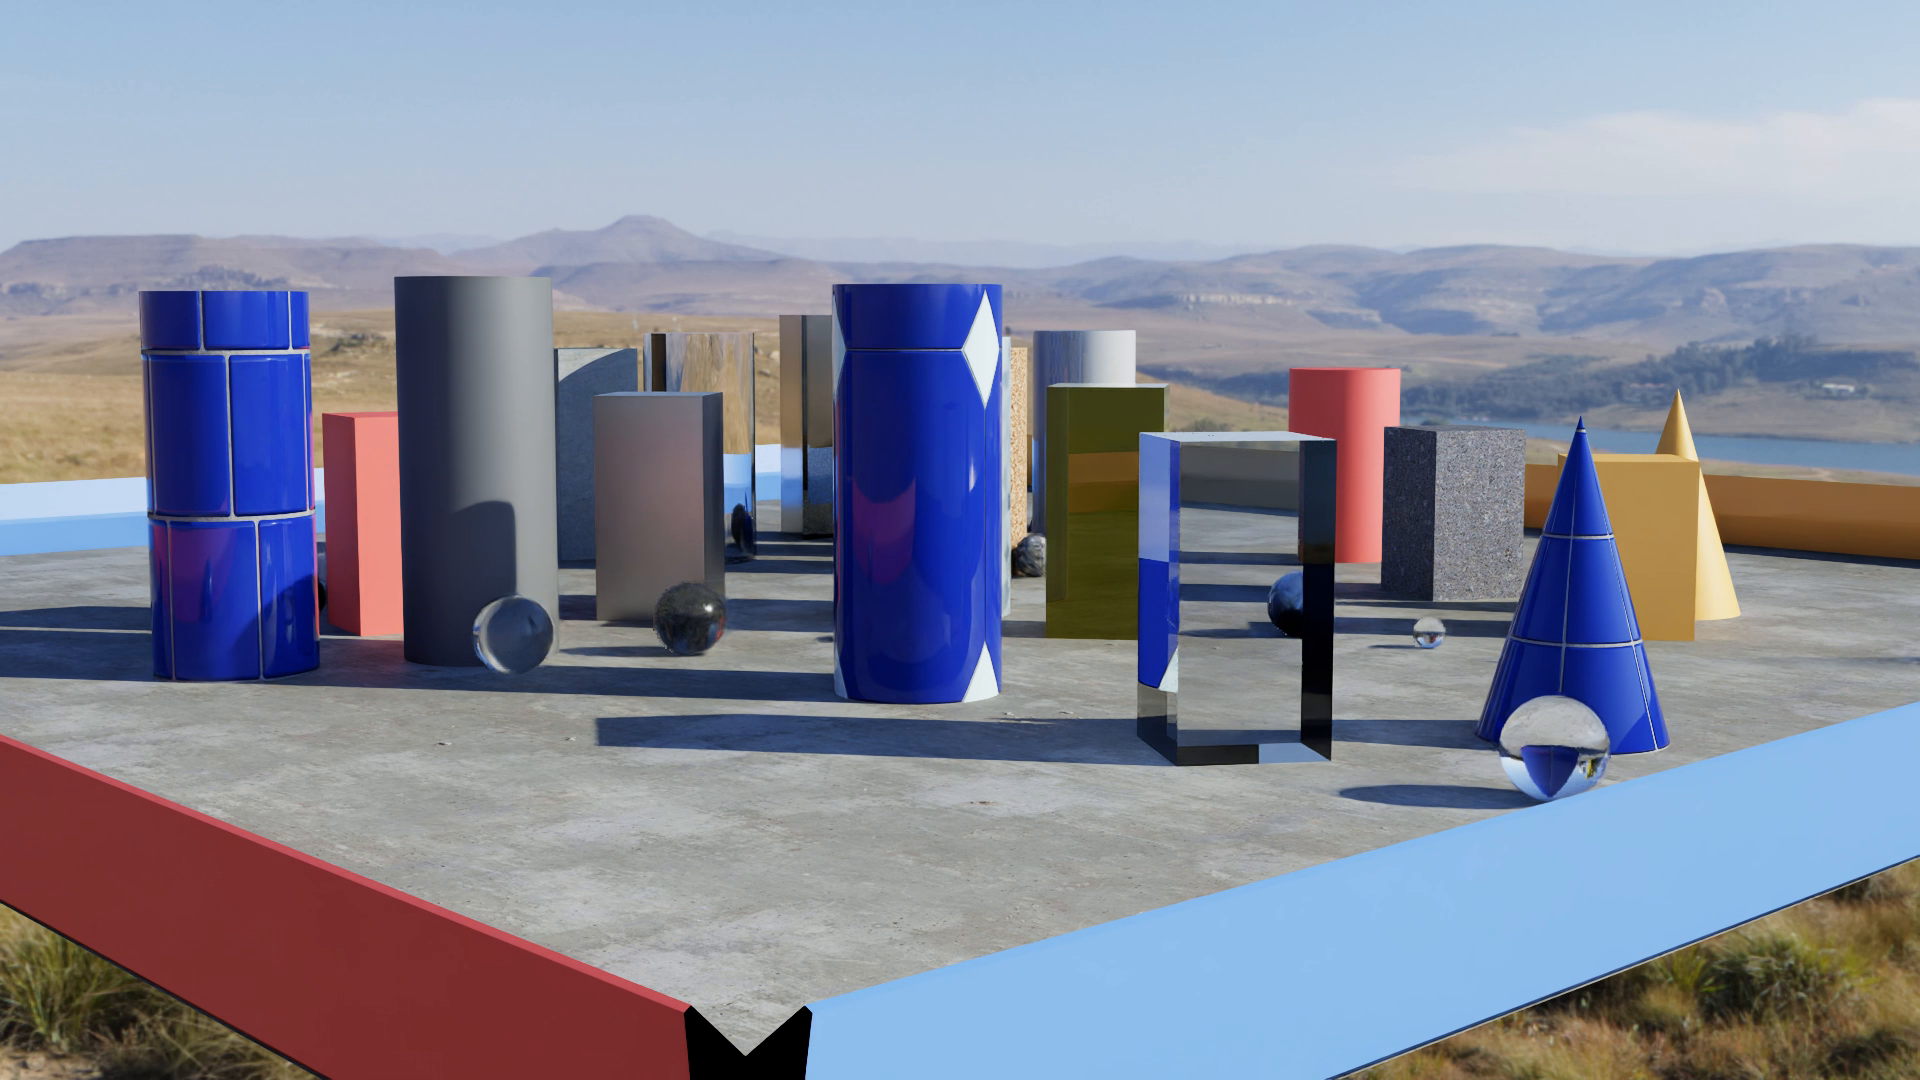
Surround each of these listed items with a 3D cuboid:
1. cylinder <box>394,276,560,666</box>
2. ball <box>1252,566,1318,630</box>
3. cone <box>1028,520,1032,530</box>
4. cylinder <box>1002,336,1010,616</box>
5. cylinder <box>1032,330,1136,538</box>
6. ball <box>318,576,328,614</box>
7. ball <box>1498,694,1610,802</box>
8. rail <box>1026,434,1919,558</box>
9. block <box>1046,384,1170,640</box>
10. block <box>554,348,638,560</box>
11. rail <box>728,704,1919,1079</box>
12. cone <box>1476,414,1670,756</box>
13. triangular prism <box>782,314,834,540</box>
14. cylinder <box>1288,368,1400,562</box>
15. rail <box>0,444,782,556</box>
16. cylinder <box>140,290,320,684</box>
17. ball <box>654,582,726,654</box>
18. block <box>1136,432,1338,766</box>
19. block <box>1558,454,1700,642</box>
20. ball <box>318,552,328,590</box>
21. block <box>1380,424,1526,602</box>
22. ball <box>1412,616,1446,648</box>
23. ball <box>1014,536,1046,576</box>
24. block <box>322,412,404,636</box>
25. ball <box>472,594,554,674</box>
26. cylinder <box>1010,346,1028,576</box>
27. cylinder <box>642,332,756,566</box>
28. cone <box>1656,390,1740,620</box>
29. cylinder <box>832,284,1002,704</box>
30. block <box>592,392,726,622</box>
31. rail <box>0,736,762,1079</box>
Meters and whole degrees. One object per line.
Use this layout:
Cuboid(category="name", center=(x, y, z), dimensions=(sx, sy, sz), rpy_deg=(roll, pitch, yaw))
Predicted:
Cuboid(category="cylinder", center=(-0.620, -0.093, 2.829), dimensions=(0.197, 0.486, 0.197), rpy_deg=(0, 6, 0))
Cuboid(category="ball", center=(0.454, 0.081, 3.073), dimensions=(0.089, 0.089, 0.089), rpy_deg=(0, 6, 0))
Cuboid(category="cone", center=(0.238, -0.199, 4.465), dimensions=(0.197, 0.356, 0.197), rpy_deg=(0, 6, 0))
Cuboid(category="cylinder", center=(-0.024, -0.095, 3.233), dimensions=(0.197, 0.406, 0.197), rpy_deg=(0, 6, 0))
Cuboid(category="cylinder", center=(0.237, -0.198, 4.218), dimensions=(0.197, 0.406, 0.197), rpy_deg=(0, 6, 0))
Cuboid(category="ball", center=(-0.947, 0.080, 3.159), dimensions=(0.074, 0.074, 0.074), rpy_deg=(0, 6, 0))
Cuboid(category="ball", center=(0.539, 0.189, 1.997), dimensions=(0.098, 0.098, 0.098), rpy_deg=(0, 6, 0))
Cuboid(category="rail", center=(1.216, -0.083, 4.448), dimensions=(0.045, 0.128, 3.346), rpy_deg=(-5, 8, -42))
Cuboid(category="block", center=(0.206, -0.043, 3.045), dimensions=(0.158, 0.342, 0.158), rpy_deg=(1, 6, 8))
Cuboid(category="block", center=(-0.695, -0.161, 4.013), dimensions=(0.158, 0.376, 0.158), rpy_deg=(-5, 7, -37))
Cuboid(category="rail", center=(1.118, 0.159, 2.126), dimensions=(3.356, 0.128, 0.045), rpy_deg=(-5, 8, -42))
Cuboid(category="cone", center=(0.639, 0.039, 2.282), dimensions=(0.197, 0.338, 0.197), rpy_deg=(0, 6, 0))
Cuboid(category="triangular prism", center=(-0.301, -0.228, 4.367), dimensions=(0.148, 0.435, 0.171), rpy_deg=(5, 8, 40))
Cuboid(category="cylinder", center=(0.692, -0.139, 3.970), dimensions=(0.197, 0.340, 0.197), rpy_deg=(0, 6, 0))
Cuboid(category="rail", center=(-1.118, -0.093, 4.537), dimensions=(3.356, 0.128, 0.045), rpy_deg=(-5, 8, -42))
Cuboid(category="cylinder", center=(-0.897, -0.071, 2.706), dimensions=(0.197, 0.467, 0.197), rpy_deg=(0, 6, 0))
Cuboid(category="ball", center=(-0.349, 0.102, 2.854), dimensions=(0.093, 0.093, 0.093), rpy_deg=(0, 6, 0))
Cuboid(category="block", center=(0.277, 0.054, 2.227), dimensions=(0.158, 0.319, 0.158), rpy_deg=(-1, 6, -10))
Cuboid(category="block", center=(0.919, 0.007, 3.043), dimensions=(0.158, 0.242, 0.158), rpy_deg=(0, 6, 5))
Cuboid(category="ball", center=(-0.979, 0.055, 3.404), dimensions=(0.073, 0.073, 0.073), rpy_deg=(0, 6, 0))
Cuboid(category="block", center=(0.775, -0.046, 3.461), dimensions=(0.158, 0.261, 0.158), rpy_deg=(-2, 6, -19))
Cuboid(category="ball", center=(0.619, 0.122, 2.902), dimensions=(0.043, 0.043, 0.043), rpy_deg=(0, 6, 0))
Cuboid(category="ball", center=(0.125, 0.027, 3.687), dimensions=(0.069, 0.069, 0.069), rpy_deg=(0, 6, 0))
Cuboid(category="block", center=(-0.795, -0.028, 3.105), dimensions=(0.158, 0.300, 0.158), rpy_deg=(-4, 7, -32))
Cuboid(category="ball", center=(-0.548, 0.116, 2.695), dimensions=(0.099, 0.099, 0.099), rpy_deg=(0, 6, 0))
Cuboid(category="cylinder", center=(0.016, -0.138, 3.758), dimensions=(0.197, 0.382, 0.197), rpy_deg=(0, 6, 0))
Cuboid(category="cylinder", center=(-0.464, -0.166, 3.921), dimensions=(0.197, 0.405, 0.197), rpy_deg=(0, 6, 0))
Cuboid(category="cone", center=(1.056, -0.059, 3.252), dimensions=(0.197, 0.331, 0.197), rpy_deg=(0, 6, 0))
Cuboid(category="cylinder", center=(-0.049, -0.059, 2.563), dimensions=(0.197, 0.474, 0.197), rpy_deg=(0, 6, 0))
Cuboid(category="block", center=(-0.438, -0.052, 3.220), dimensions=(0.158, 0.324, 0.158), rpy_deg=(0, 6, 4))
Cuboid(category="rail", center=(-1.216, 0.150, 2.216), dimensions=(0.045, 0.128, 3.346), rpy_deg=(-5, 8, -42))
